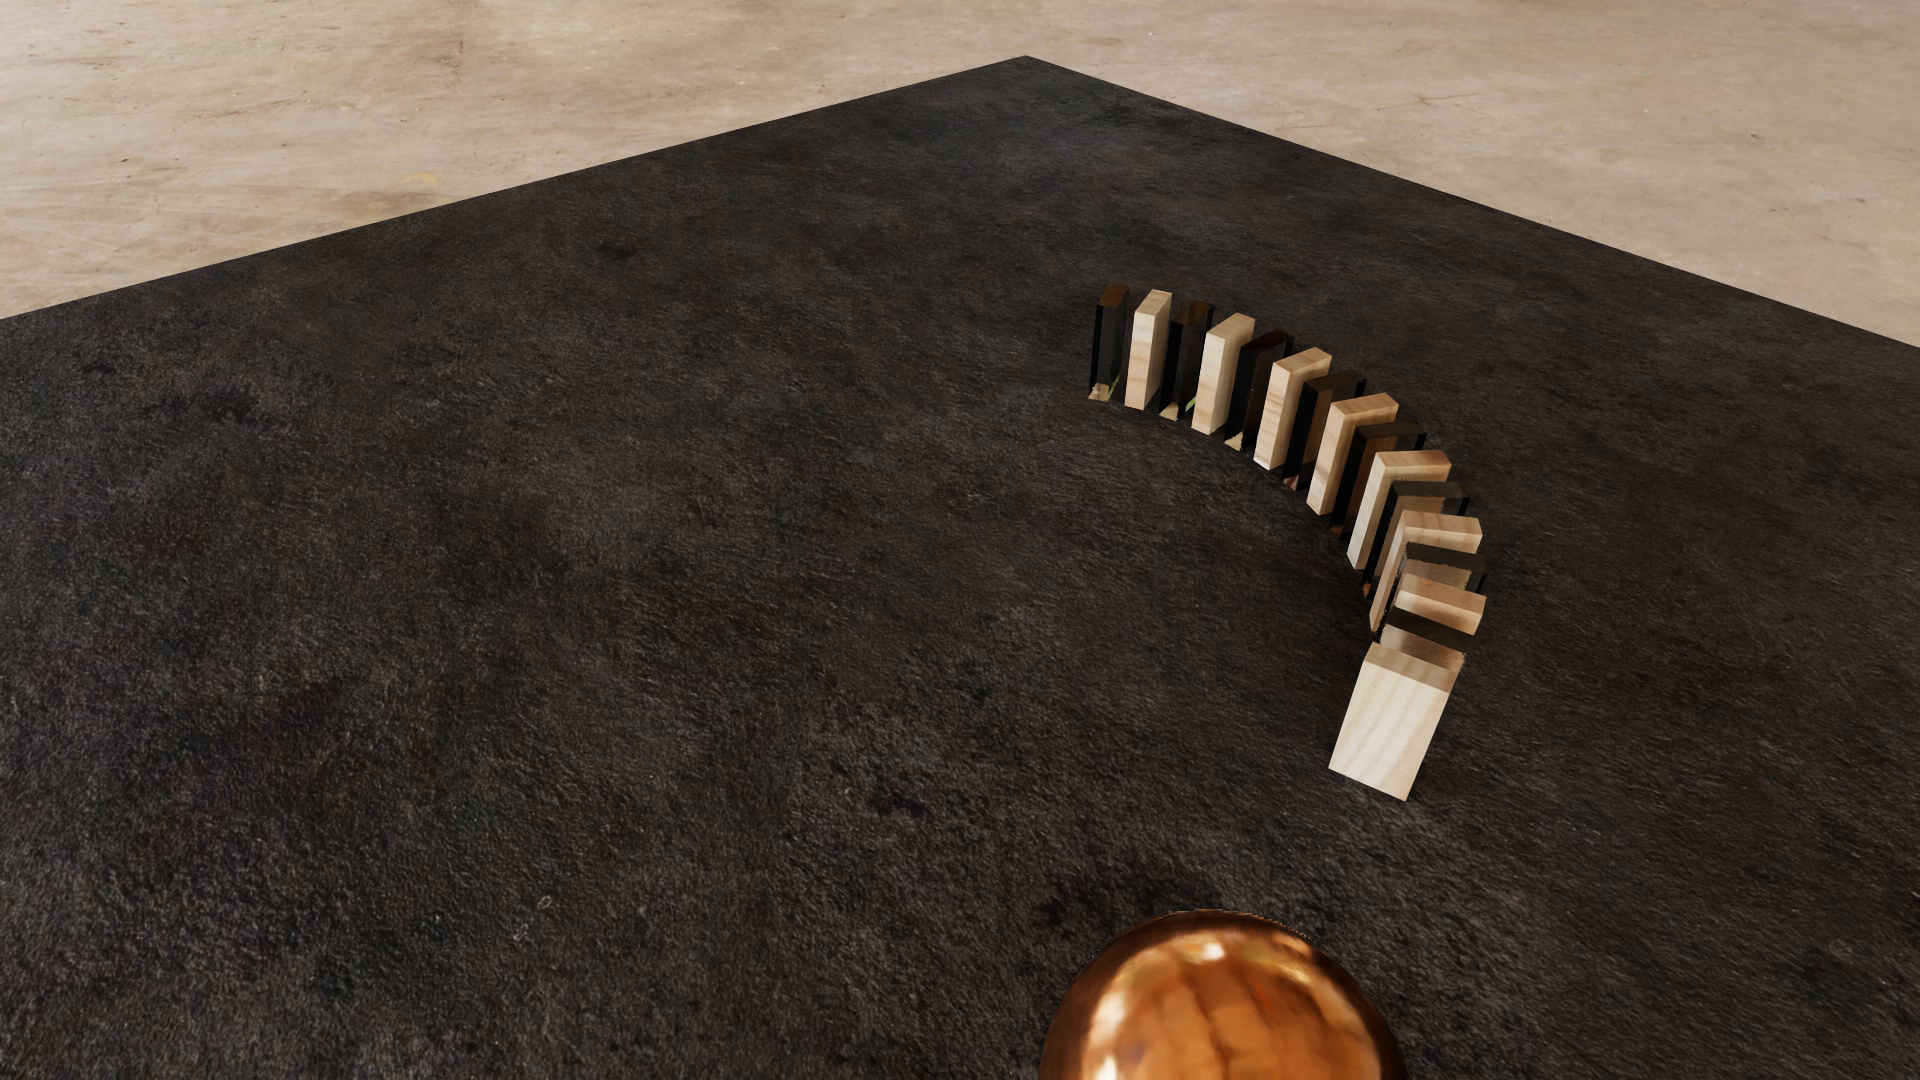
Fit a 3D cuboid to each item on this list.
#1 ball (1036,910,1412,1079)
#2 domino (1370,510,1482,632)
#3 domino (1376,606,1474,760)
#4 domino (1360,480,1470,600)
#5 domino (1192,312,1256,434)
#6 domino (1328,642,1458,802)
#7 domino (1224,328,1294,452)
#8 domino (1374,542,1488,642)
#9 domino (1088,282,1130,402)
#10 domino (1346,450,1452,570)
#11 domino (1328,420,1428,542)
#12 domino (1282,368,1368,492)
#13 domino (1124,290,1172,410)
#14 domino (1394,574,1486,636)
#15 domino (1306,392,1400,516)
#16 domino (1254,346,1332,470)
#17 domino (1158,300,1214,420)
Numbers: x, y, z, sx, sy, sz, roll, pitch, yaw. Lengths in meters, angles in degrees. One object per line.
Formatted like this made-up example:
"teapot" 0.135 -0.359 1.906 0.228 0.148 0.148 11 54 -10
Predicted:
"ball" 0.057 0.123 0.238 0.080 0.080 0.080 0 39 0
"domino" 0.166 0.013 0.395 0.025 0.050 0.010 7 40 9
"domino" 0.144 0.047 0.354 0.025 0.050 0.010 23 44 25
"domino" 0.169 0.001 0.410 0.025 0.050 0.010 2 39 3
"domino" 0.120 -0.076 0.504 0.010 0.050 0.025 30 48 32
"domino" 0.134 0.057 0.342 0.025 0.050 0.009 22 44 24
"domino" 0.134 -0.067 0.493 0.025 0.050 0.009 -28 47 -30
"domino" 0.162 0.025 0.381 0.025 0.050 0.009 12 41 14
"domino" 0.071 -0.095 0.527 0.010 0.050 0.025 13 41 16
"domino" 0.169 -0.011 0.425 0.025 0.050 0.009 -2 39 -3
"domino" 0.166 -0.023 0.440 0.025 0.050 0.010 -7 40 -8
"domino" 0.154 -0.046 0.468 0.025 0.050 0.010 -17 42 -19
"domino" 0.089 -0.090 0.521 0.010 0.050 0.025 17 42 20
"domino" 0.154 0.036 0.367 0.025 0.050 0.009 18 43 21
"domino" 0.162 -0.035 0.454 0.025 0.050 0.010 -12 41 -14
"domino" 0.145 -0.057 0.481 0.025 0.050 0.009 -22 44 -25
"domino" 0.106 -0.084 0.514 0.010 0.050 0.025 24 45 27
